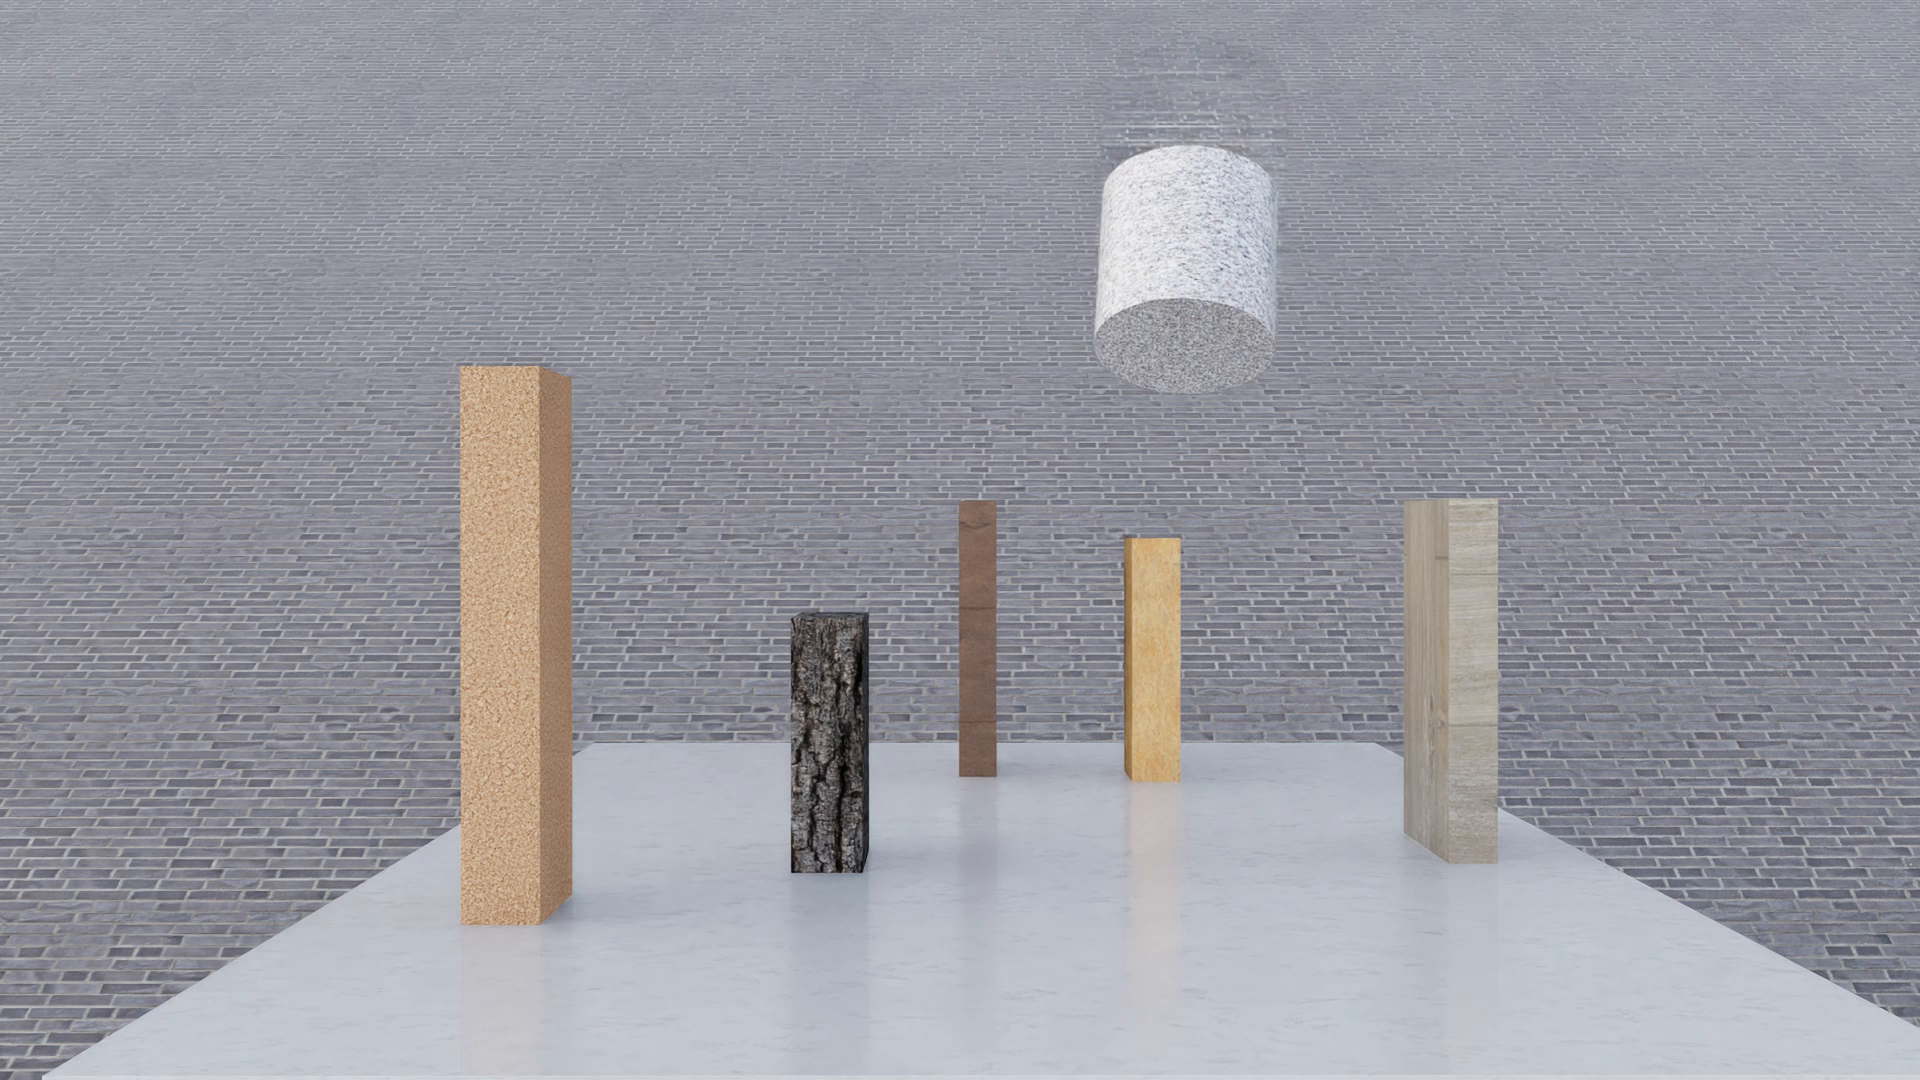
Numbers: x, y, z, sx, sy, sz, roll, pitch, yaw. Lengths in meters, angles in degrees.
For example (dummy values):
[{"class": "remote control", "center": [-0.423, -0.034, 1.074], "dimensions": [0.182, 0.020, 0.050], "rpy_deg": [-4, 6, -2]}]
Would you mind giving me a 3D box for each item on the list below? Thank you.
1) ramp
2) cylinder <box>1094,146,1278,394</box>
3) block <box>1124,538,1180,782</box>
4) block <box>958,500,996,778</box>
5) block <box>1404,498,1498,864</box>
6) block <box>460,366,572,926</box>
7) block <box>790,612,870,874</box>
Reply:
[{"class": "ramp", "center": [0.065, 0.582, 4.629], "dimensions": [2.000, 0.100, 4.000], "rpy_deg": [0, 0, 0]}, {"class": "cylinder", "center": [0.204, -0.242, 2.325], "dimensions": [0.160, 0.160, 0.160], "rpy_deg": [2, 63, 4]}, {"class": "block", "center": [0.426, 0.260, 5.754], "dimensions": [0.105, 0.529, 0.274], "rpy_deg": [0, 0, 0]}, {"class": "block", "center": [0.039, 0.218, 5.911], "dimensions": [0.083, 0.612, 0.368], "rpy_deg": [0, 0, 0]}, {"class": "block", "center": [0.847, 0.232, 4.481], "dimensions": [0.081, 0.602, 0.432], "rpy_deg": [0, 0, 0]}, {"class": "block", "center": [-0.643, 0.147, 3.768], "dimensions": [0.110, 0.782, 0.306], "rpy_deg": [0, 0, 0]}, {"class": "block", "center": [-0.214, 0.330, 4.306], "dimensions": [0.115, 0.409, 0.306], "rpy_deg": [0, 0, 0]}]
